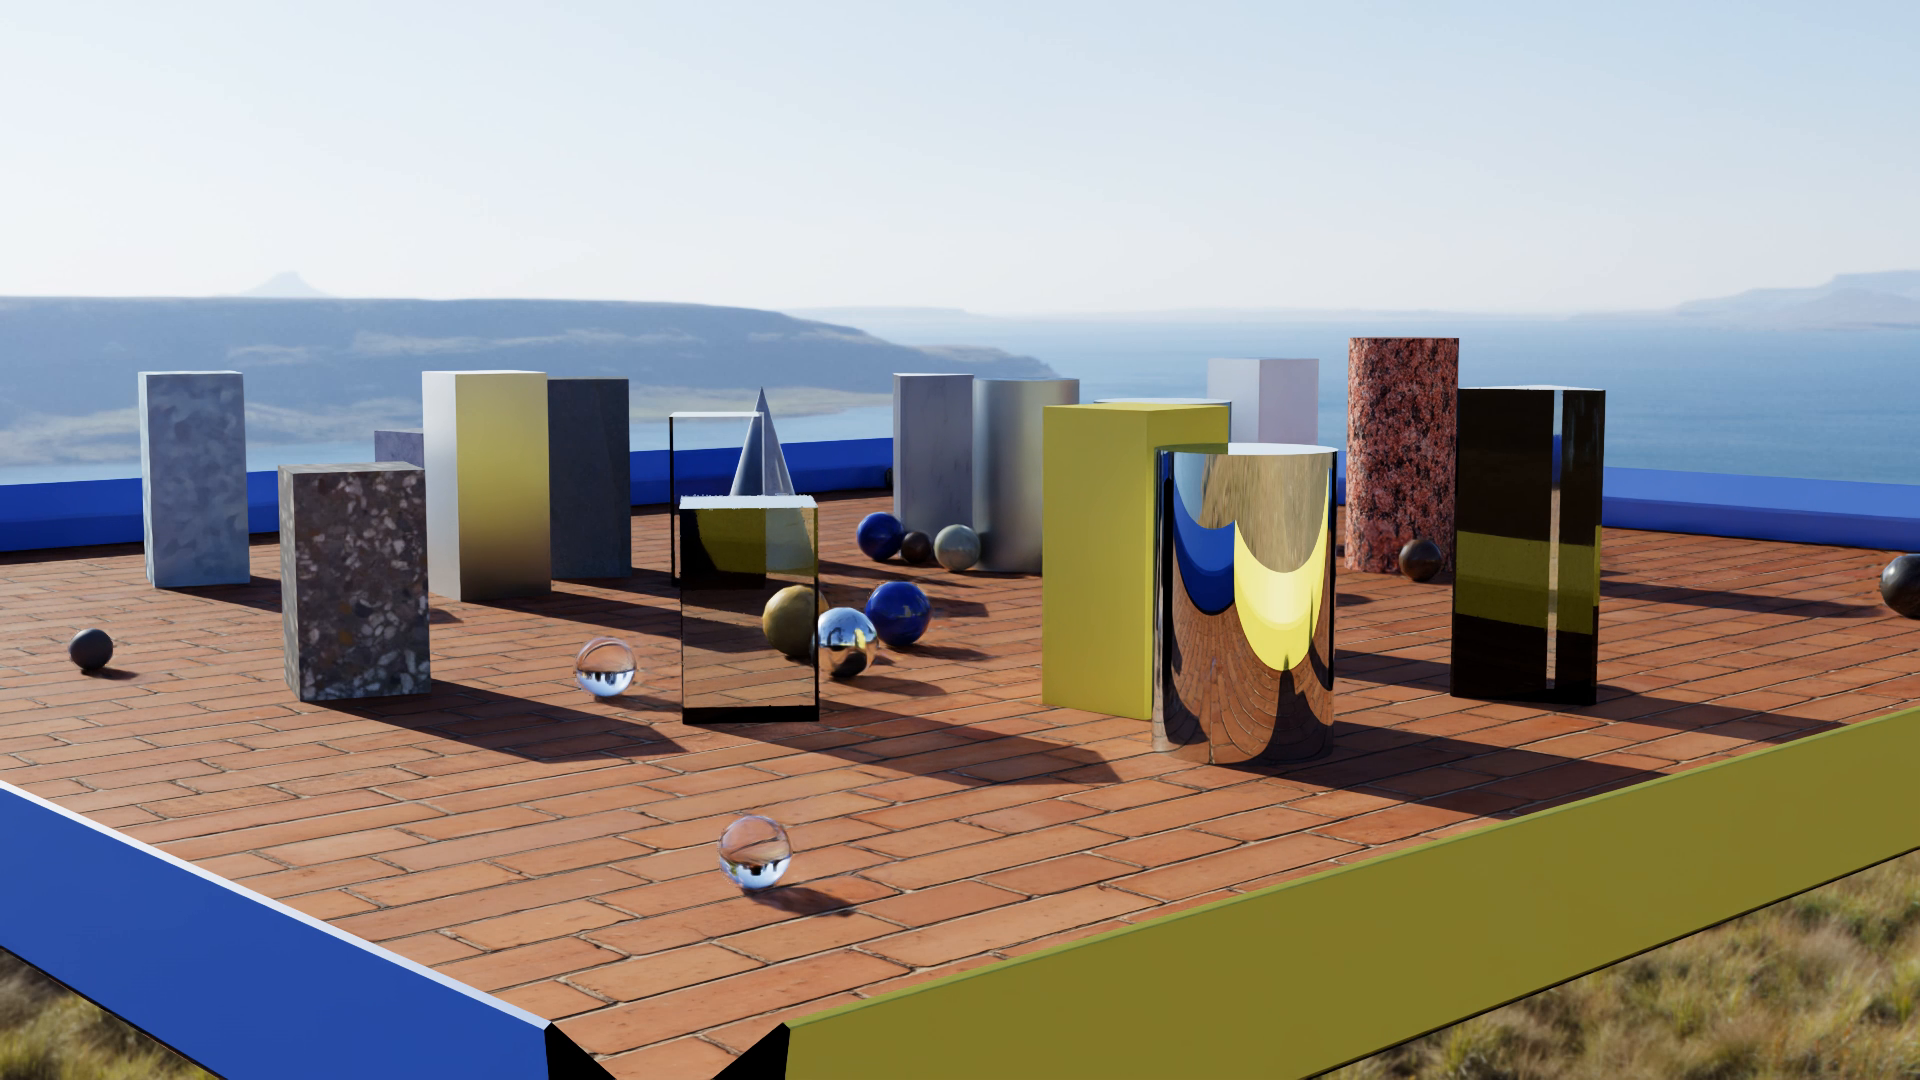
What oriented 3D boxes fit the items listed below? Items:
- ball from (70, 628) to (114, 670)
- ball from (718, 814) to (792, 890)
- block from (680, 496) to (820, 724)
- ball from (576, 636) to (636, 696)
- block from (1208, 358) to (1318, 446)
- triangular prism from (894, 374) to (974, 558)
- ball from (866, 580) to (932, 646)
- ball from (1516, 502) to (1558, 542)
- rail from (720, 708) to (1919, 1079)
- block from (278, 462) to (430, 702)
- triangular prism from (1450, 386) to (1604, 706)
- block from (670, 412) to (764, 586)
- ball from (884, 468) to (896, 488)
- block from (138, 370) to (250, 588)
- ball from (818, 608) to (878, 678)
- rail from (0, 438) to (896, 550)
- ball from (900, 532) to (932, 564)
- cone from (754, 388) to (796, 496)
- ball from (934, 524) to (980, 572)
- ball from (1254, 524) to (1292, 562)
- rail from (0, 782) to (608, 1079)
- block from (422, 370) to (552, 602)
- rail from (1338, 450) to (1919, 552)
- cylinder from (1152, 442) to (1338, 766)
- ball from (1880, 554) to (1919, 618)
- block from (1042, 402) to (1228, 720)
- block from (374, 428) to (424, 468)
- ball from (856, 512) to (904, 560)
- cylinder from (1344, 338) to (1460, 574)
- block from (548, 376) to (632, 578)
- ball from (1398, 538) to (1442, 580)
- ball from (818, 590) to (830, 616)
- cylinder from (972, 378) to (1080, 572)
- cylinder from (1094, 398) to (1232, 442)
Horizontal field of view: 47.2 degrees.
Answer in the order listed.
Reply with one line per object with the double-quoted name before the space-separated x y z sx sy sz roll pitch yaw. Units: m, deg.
"ball" -1.065 0.134 2.697 0.051 0.051 0.051 0 6 0
"ball" -0.157 0.239 1.684 0.056 0.056 0.056 0 6 0
"block" -0.232 0.073 2.413 0.146 0.231 0.146 -1 6 -6
"ball" -0.404 0.145 2.510 0.069 0.069 0.069 0 6 0
"block" 0.565 -0.167 4.118 0.146 0.346 0.146 -4 7 -34
"triangular prism" -0.078 -0.138 3.969 0.158 0.321 0.137 -5 8 -37
"ball" -0.081 0.096 2.880 0.086 0.086 0.086 0 6 0
"ball" 1.093 -0.035 4.166 0.075 0.075 0.075 0 6 0
"rail" 1.115 0.159 2.131 3.451 0.118 0.045 -6 8 -42
"block" -0.706 0.044 2.561 0.146 0.258 0.146 -3 7 -23
"triangular prism" 0.659 0.000 2.529 0.158 0.352 0.137 2 7 21
"block" -0.391 -0.069 3.561 0.146 0.270 0.146 0 6 -4
"ball" -0.160 -0.152 5.370 0.052 0.052 0.052 0 6 0
"block" -1.239 -0.102 3.557 0.146 0.337 0.146 -3 7 -25
"ball" -0.141 0.123 2.640 0.085 0.085 0.085 0 6 0
"rail" -1.115 -0.097 4.533 3.451 0.118 0.045 -6 8 -42
"ball" -0.075 0.013 3.808 0.056 0.056 0.056 0 6 0
"cone" -0.344 -0.116 3.831 0.182 0.307 0.182 0 6 0
"ball" -0.005 0.013 3.696 0.079 0.079 0.079 0 6 0
"ball" 0.544 0.006 3.815 0.067 0.067 0.067 0 6 0
"rail" -1.251 0.153 2.185 0.045 0.118 3.334 -6 8 -42
"block" -0.731 -0.088 3.398 0.146 0.342 0.146 -4 7 -33
"rail" 1.251 -0.092 4.480 0.045 0.118 3.334 -6 8 -42
"cylinder" 0.285 0.059 2.206 0.182 0.302 0.182 0 6 0
"ball" 1.366 0.065 3.149 0.091 0.091 0.091 0 6 0
"block" 0.195 0.018 2.453 0.146 0.333 0.146 6 8 43
"block" -0.941 -0.085 3.934 0.146 0.223 0.146 6 8 42
"ball" -0.139 -0.007 3.858 0.084 0.084 0.084 0 6 0
"cylinder" 0.747 -0.146 3.723 0.182 0.390 0.182 0 6 0
"block" -0.624 -0.107 3.659 0.146 0.325 0.146 -1 6 -9
"ball" 0.746 0.032 3.565 0.069 0.069 0.069 0 6 0
"ball" -0.213 0.098 2.848 0.089 0.089 0.089 0 6 0
"cylinder" 0.112 -0.114 3.747 0.182 0.320 0.182 0 6 0
"cylinder" 0.269 -0.026 2.936 0.182 0.318 0.182 0 6 0
